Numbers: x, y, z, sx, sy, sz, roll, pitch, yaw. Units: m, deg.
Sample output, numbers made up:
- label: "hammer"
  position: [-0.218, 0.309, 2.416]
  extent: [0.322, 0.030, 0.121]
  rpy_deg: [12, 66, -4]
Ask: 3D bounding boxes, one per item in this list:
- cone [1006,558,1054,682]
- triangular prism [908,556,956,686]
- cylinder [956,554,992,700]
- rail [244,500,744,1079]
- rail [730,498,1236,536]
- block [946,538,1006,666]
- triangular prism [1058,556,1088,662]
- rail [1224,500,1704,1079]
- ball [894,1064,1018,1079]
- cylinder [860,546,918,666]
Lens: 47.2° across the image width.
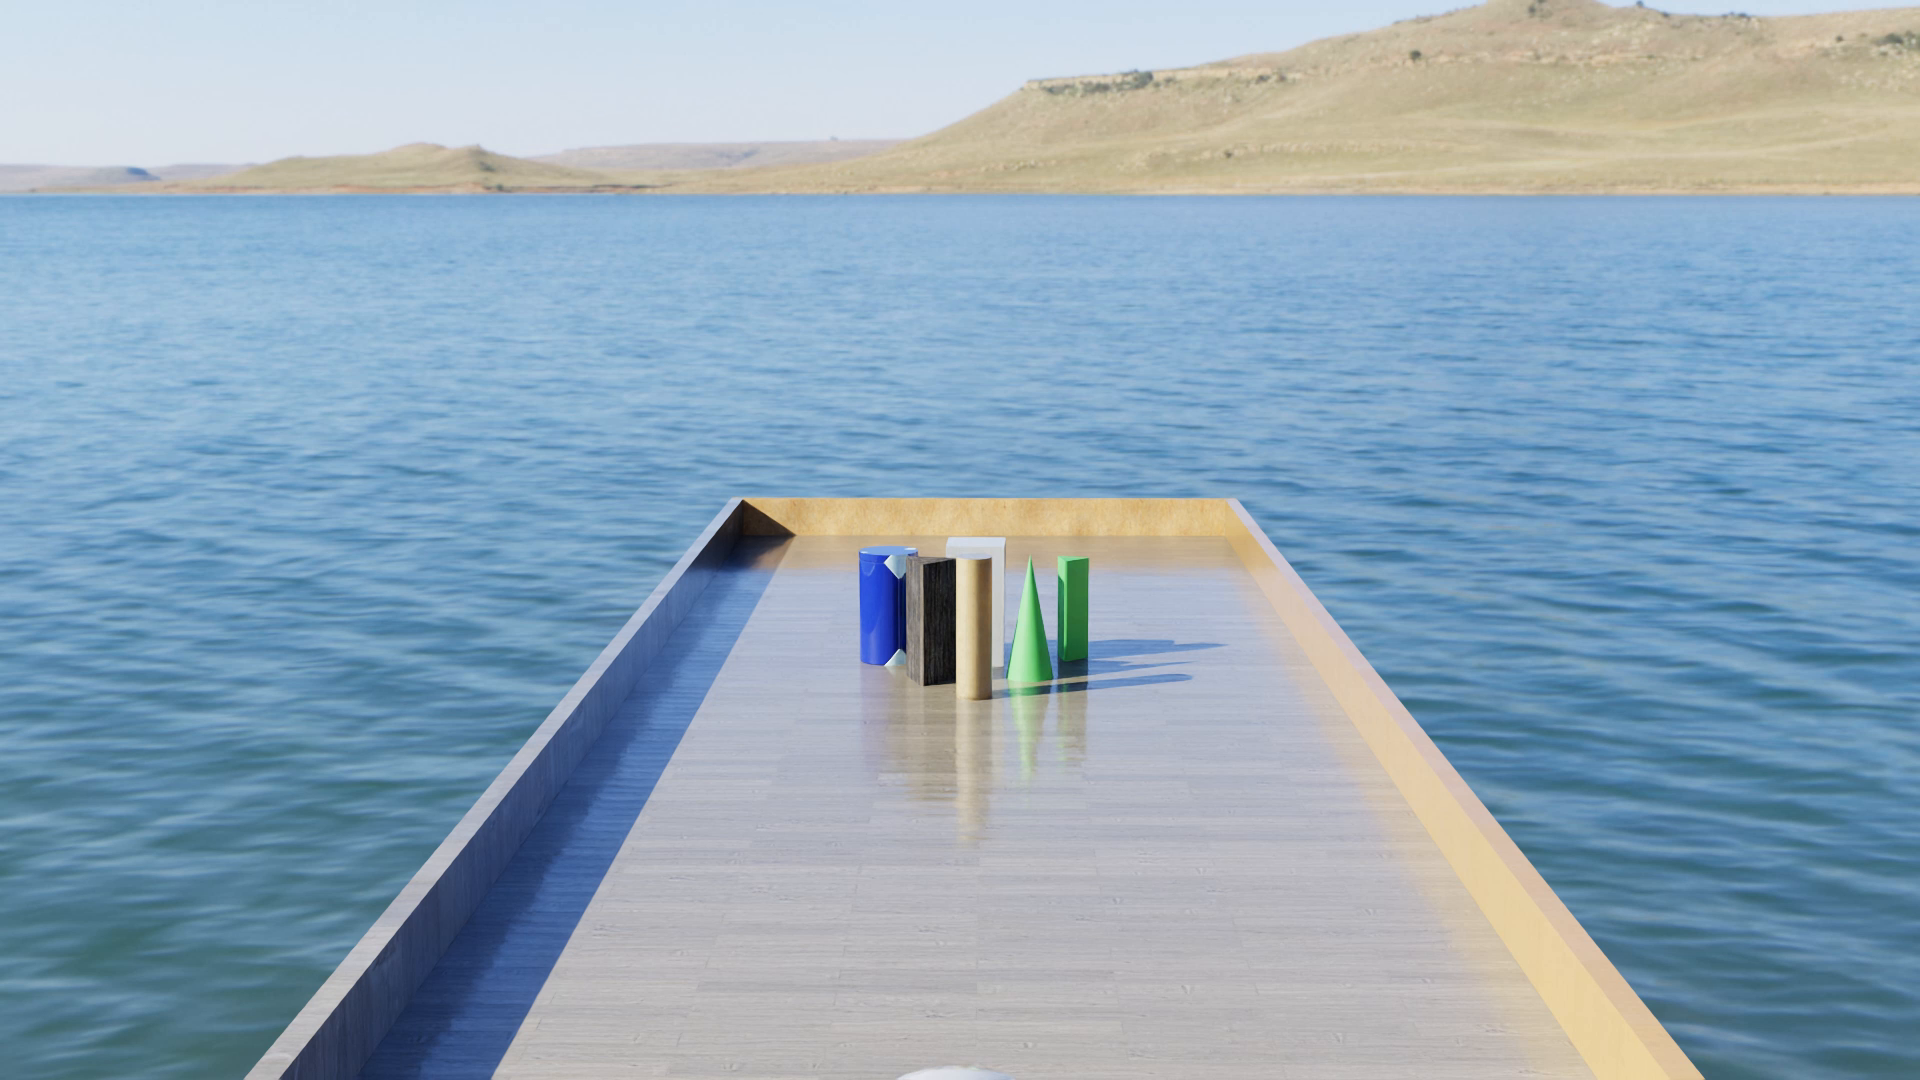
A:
- label: "cone"
  position: [0.205, 0.222, 6.442]
  extent: [0.140, 0.366, 0.140]
  rpy_deg: [0, 9, 0]
- label: "triangular prism"
  position: [-0.106, 0.230, 6.417]
  extent: [0.132, 0.356, 0.152]
  rpy_deg: [8, 12, 42]
- label: "cylinder"
  position: [0.040, 0.244, 6.186]
  extent: [0.102, 0.402, 0.102]
  rpy_deg: [0, 9, 0]
- label: "rail"
  position: [-1.004, 0.839, 3.234]
  extent: [0.050, 0.150, 12.000]
  rpy_deg: [0, 9, 1]
- label: "rail"
  position: [0.099, -0.098, 9.147]
  extent: [2.100, 0.150, 0.050]
  rpy_deg: [0, 9, 1]
- label: "block"
  position: [0.049, 0.186, 6.672]
  extent: [0.174, 0.365, 0.174]
  rpy_deg: [0, 9, 3]
- label: "triangular prism"
  position: [0.329, 0.207, 6.717]
  extent: [0.096, 0.309, 0.083]
  rpy_deg: [-8, 12, -41]
- label: "rail"
  position: [1.046, 0.843, 3.208]
  extent: [0.050, 0.150, 12.000]
  rpy_deg: [0, 9, 1]
- label: "ball"
  position: [-0.005, 0.822, 2.670]
  extent: [0.360, 0.360, 0.360]
  rpy_deg: [0, 9, 0]
- label: "cylinder"
  position: [-0.216, 0.198, 6.684]
  extent: [0.179, 0.337, 0.179]
  rpy_deg: [0, 9, 0]
